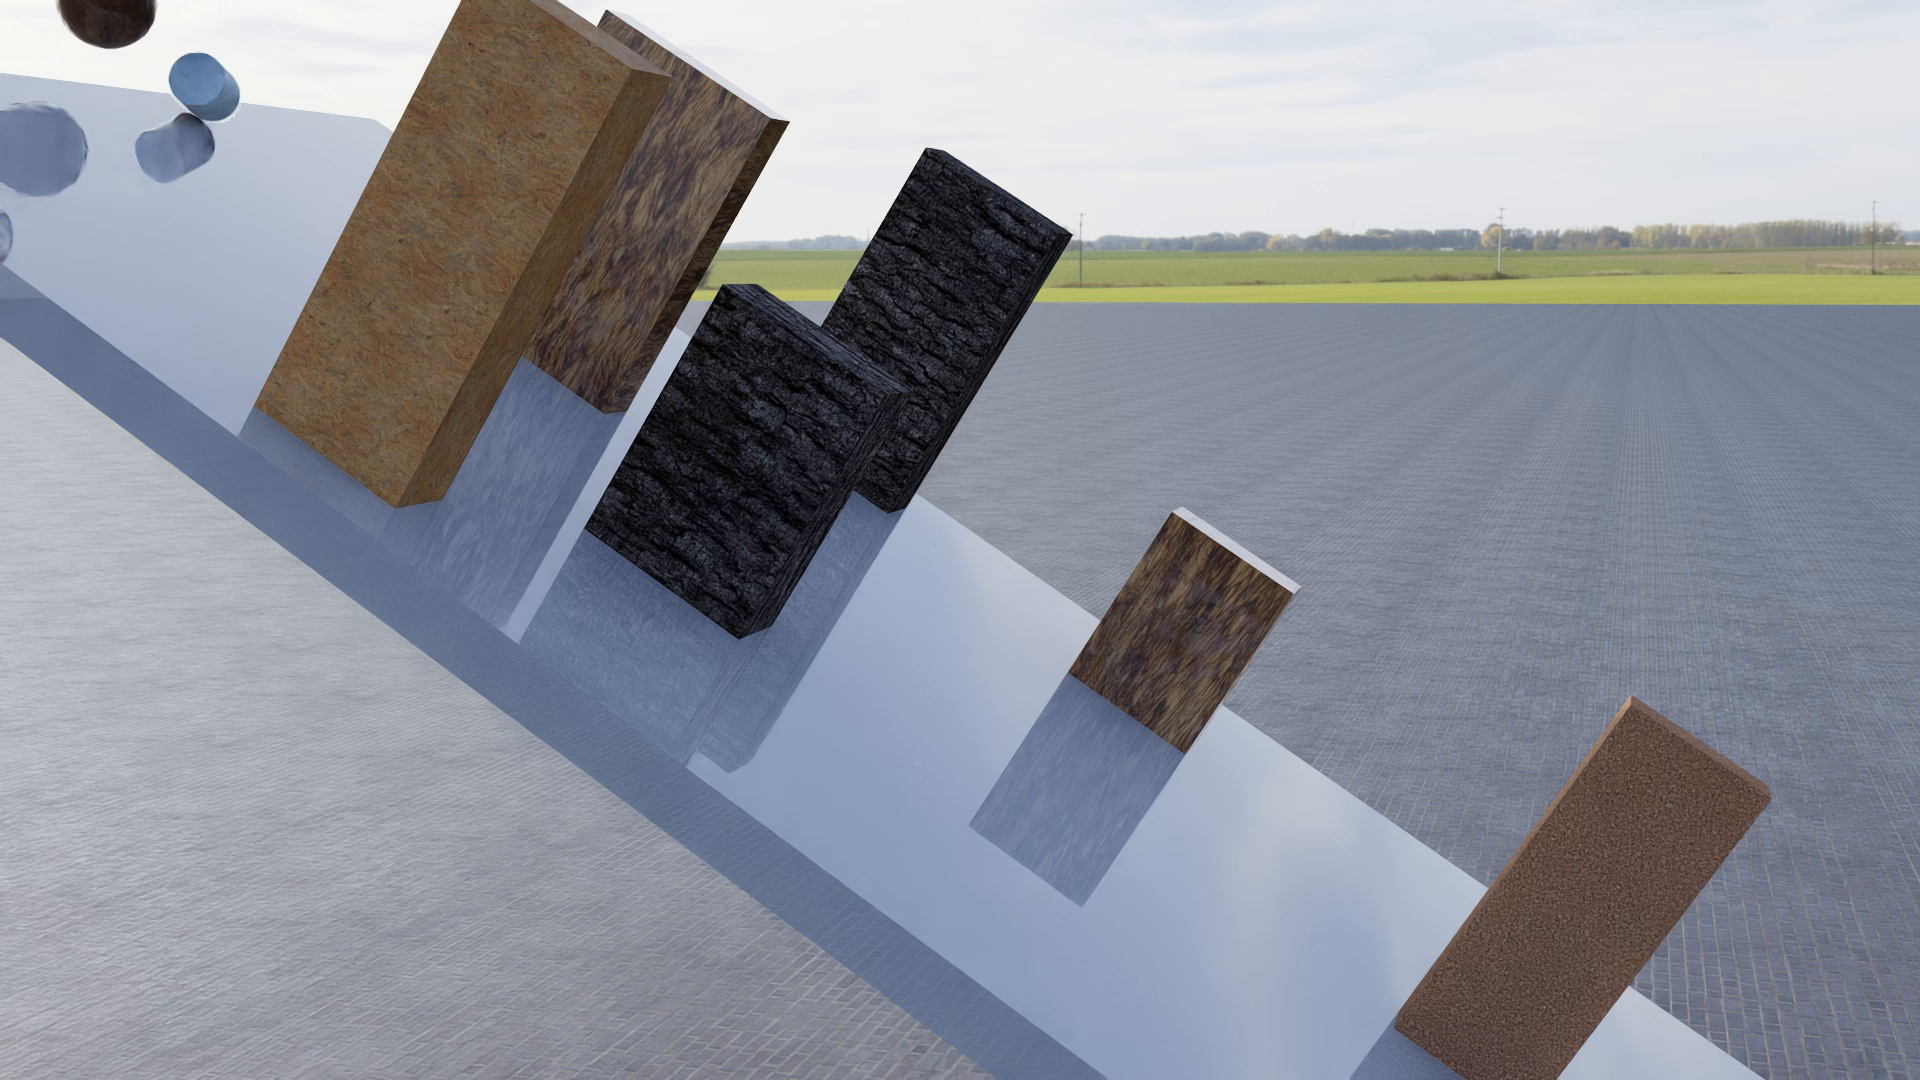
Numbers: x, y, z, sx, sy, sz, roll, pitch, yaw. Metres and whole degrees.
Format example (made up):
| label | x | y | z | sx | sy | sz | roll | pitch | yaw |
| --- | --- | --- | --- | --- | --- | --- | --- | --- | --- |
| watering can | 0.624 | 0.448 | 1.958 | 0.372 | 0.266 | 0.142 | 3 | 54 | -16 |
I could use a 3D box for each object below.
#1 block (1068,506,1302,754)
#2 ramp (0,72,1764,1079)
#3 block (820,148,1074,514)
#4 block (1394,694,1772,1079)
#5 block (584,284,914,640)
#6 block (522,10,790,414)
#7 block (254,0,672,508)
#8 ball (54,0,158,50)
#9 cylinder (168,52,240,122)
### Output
| label | x | y | z | sx | sy | sz | roll | pitch | yaw |
| --- | --- | --- | --- | --- | --- | --- | --- | --- | --- |
| block | 0.459 | 0.184 | 4.502 | 0.294 | 0.402 | 0.105 | 35 | 15 | 11 |
| ramp | -0.143 | 0.239 | 4.107 | 4.000 | 0.100 | 2.000 | 35 | 15 | 11 |
| block | -0.097 | -0.457 | 4.830 | 0.347 | 0.718 | 0.133 | 35 | 15 | 11 |
| block | 1.038 | 0.620 | 3.696 | 0.263 | 0.690 | 0.093 | 35 | 15 | 11 |
| block | -0.360 | -0.136 | 3.726 | 0.334 | 0.490 | 0.149 | 35 | 15 | 11 |
| block | -0.680 | -0.645 | 4.356 | 0.403 | 0.674 | 0.103 | 35 | 15 | 11 |
| block | -0.769 | -0.455 | 3.380 | 0.290 | 0.773 | 0.142 | 35 | 15 | 11 |
| ball | -1.692 | -1.071 | 4.357 | 0.192 | 0.192 | 0.192 | 0 | 7 | 0 |
| cylinder | -1.568 | -0.941 | 4.567 | 0.114 | 0.114 | 0.114 | 0 | -5 | -2 |
